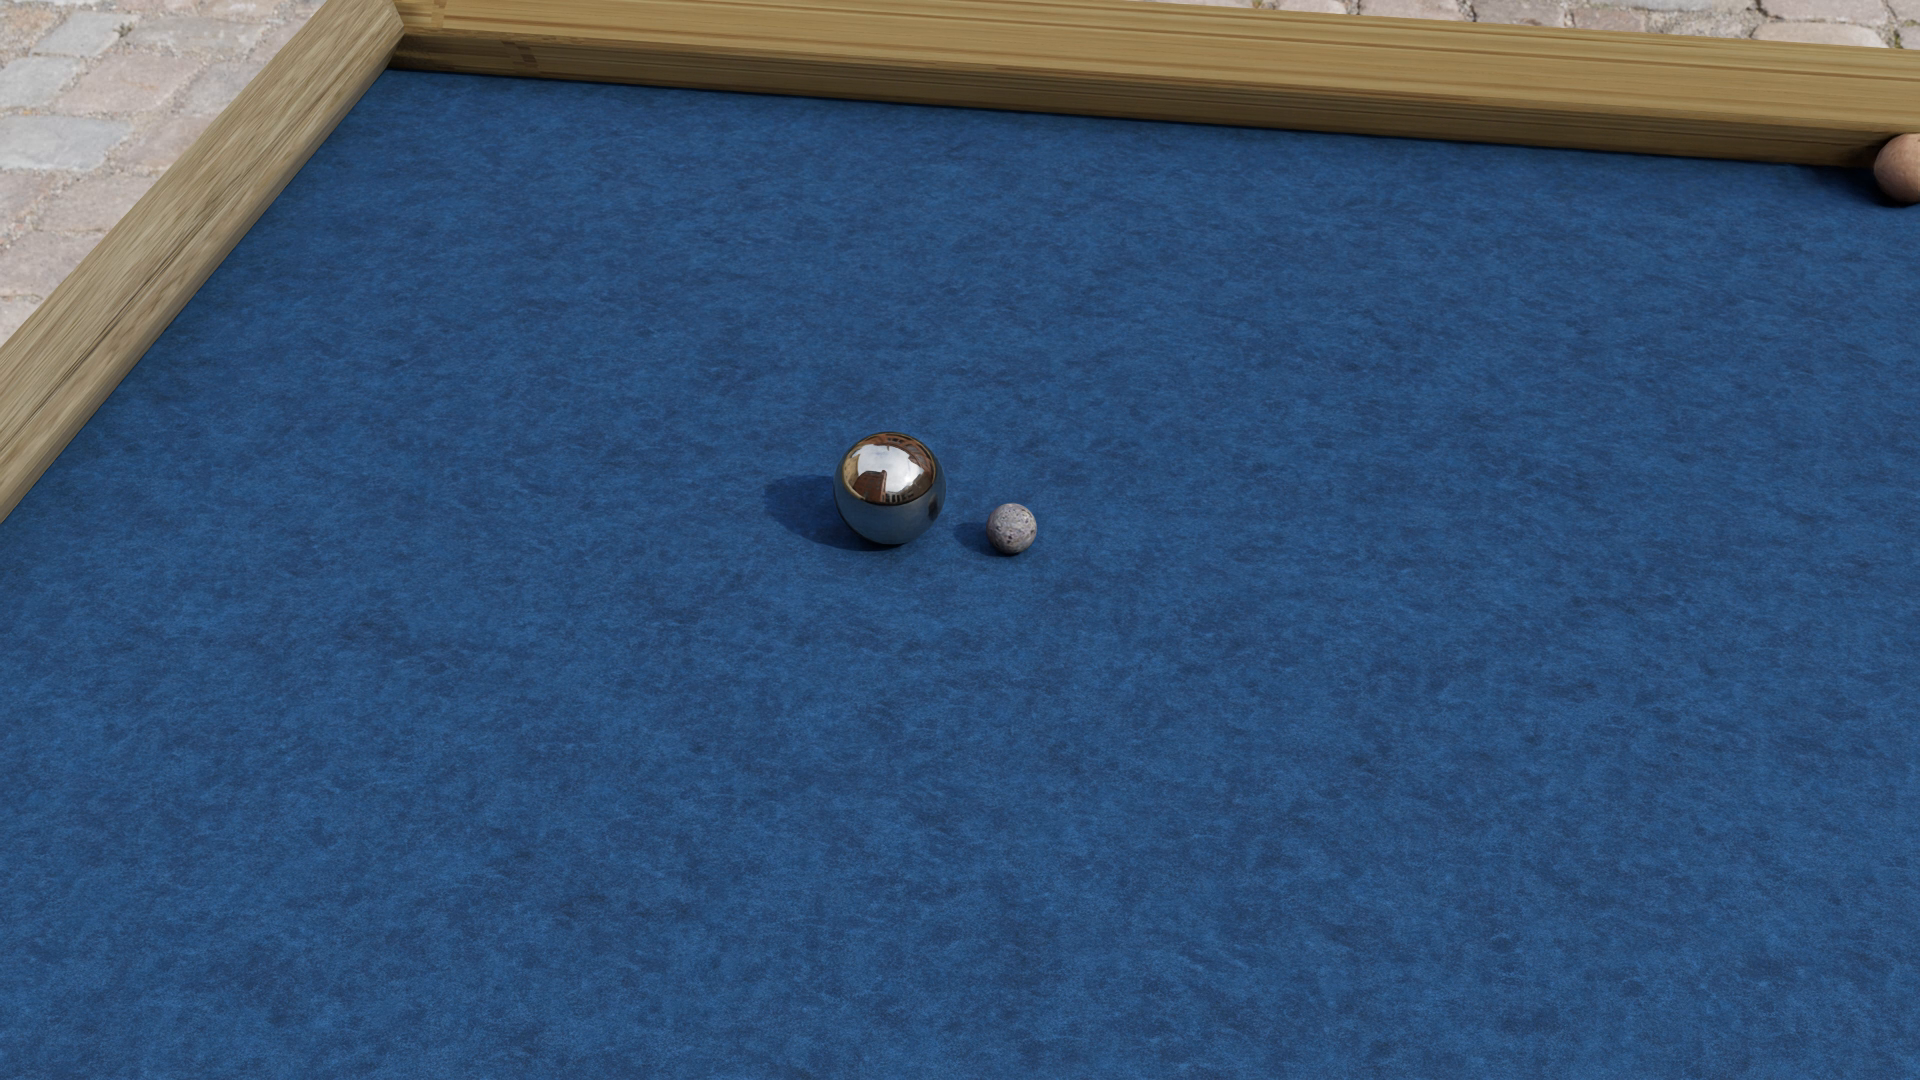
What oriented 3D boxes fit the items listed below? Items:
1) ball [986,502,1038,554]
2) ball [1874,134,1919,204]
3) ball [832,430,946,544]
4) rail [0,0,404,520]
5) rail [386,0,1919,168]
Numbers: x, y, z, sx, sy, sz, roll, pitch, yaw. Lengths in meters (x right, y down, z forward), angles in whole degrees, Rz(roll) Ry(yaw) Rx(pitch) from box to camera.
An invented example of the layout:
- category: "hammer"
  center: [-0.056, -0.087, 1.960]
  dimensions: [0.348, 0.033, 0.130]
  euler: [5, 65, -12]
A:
- category: "ball"
  center: [0.041, -0.009, 2.024]
  dimensions: [0.040, 0.040, 0.040]
  euler: [0, 34, 0]
- category: "ball"
  center: [0.934, -0.365, 2.522]
  dimensions: [0.068, 0.068, 0.068]
  euler: [0, 34, 0]
- category: "ball"
  center: [-0.056, -0.041, 2.026]
  dimensions: [0.090, 0.090, 0.090]
  euler: [0, 34, 0]
- category: "rail"
  center: [-0.744, -0.090, 2.063]
  dimensions: [0.045, 0.128, 1.731]
  euler: [5, 35, 8]
- category: "rail"
  center: [0.902, -0.420, 2.547]
  dimensions: [3.109, 0.128, 0.045]
  euler: [5, 35, 8]
